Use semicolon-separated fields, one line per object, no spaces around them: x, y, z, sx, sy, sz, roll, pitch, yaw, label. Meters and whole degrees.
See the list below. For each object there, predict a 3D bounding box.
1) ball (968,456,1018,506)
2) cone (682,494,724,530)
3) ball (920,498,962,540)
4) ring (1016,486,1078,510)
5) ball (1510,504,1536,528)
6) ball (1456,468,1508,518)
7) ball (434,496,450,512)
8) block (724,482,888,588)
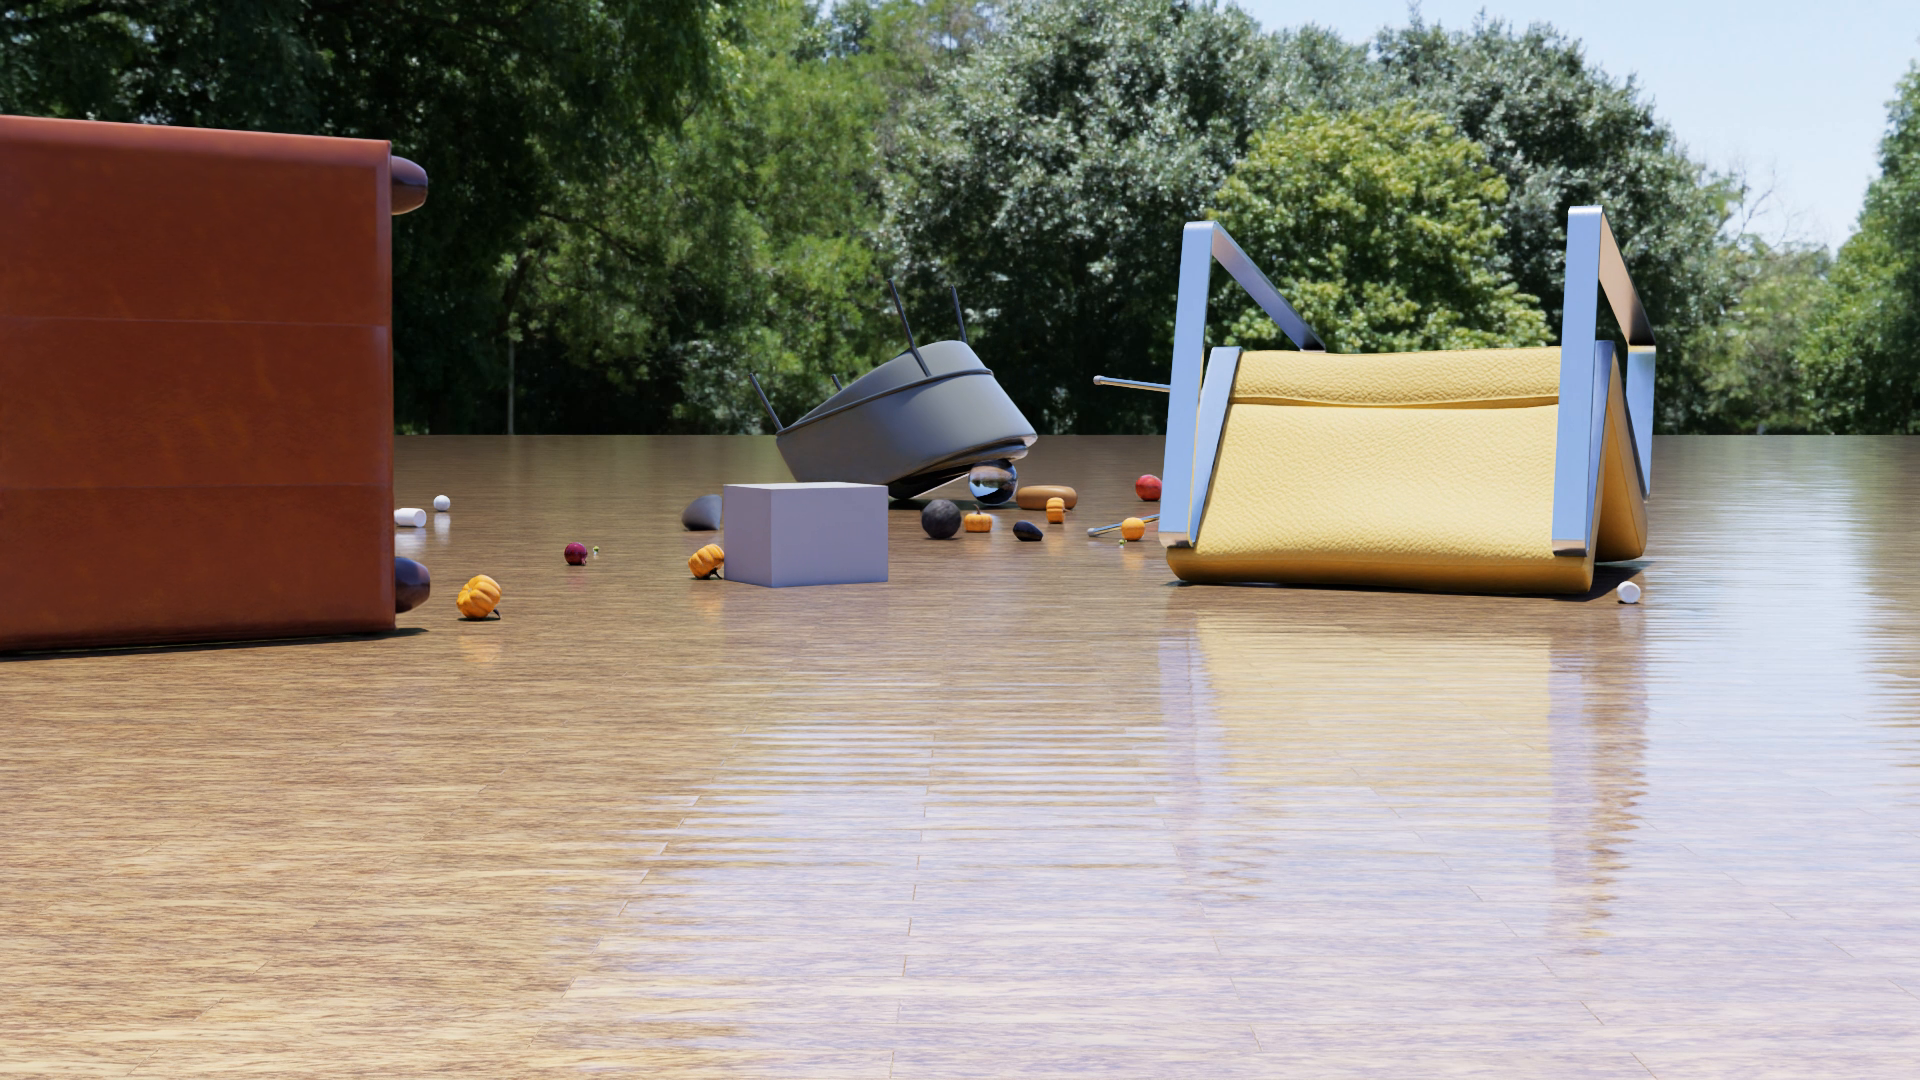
0.129;-0.231;8.499;0.193;0.193;0.193;0;4;0;ball
-0.795;-0.060;7.013;0.090;0.143;0.179;47;21;26;cone
-0.057;-0.063;6.587;0.120;0.120;0.120;0;4;0;ball
0.323;-0.156;8.188;0.249;0.088;0.161;2;6;33;ring
1.810;-0.075;7.064;0.080;0.080;0.080;0;4;0;ball
1.813;-0.163;7.635;0.176;0.176;0.176;0;4;0;ball
-1.896;-0.133;8.048;0.060;0.060;0.060;0;4;0;ball
-0.363;-0.017;5.162;0.303;0.223;0.255;-2;5;-31;block
